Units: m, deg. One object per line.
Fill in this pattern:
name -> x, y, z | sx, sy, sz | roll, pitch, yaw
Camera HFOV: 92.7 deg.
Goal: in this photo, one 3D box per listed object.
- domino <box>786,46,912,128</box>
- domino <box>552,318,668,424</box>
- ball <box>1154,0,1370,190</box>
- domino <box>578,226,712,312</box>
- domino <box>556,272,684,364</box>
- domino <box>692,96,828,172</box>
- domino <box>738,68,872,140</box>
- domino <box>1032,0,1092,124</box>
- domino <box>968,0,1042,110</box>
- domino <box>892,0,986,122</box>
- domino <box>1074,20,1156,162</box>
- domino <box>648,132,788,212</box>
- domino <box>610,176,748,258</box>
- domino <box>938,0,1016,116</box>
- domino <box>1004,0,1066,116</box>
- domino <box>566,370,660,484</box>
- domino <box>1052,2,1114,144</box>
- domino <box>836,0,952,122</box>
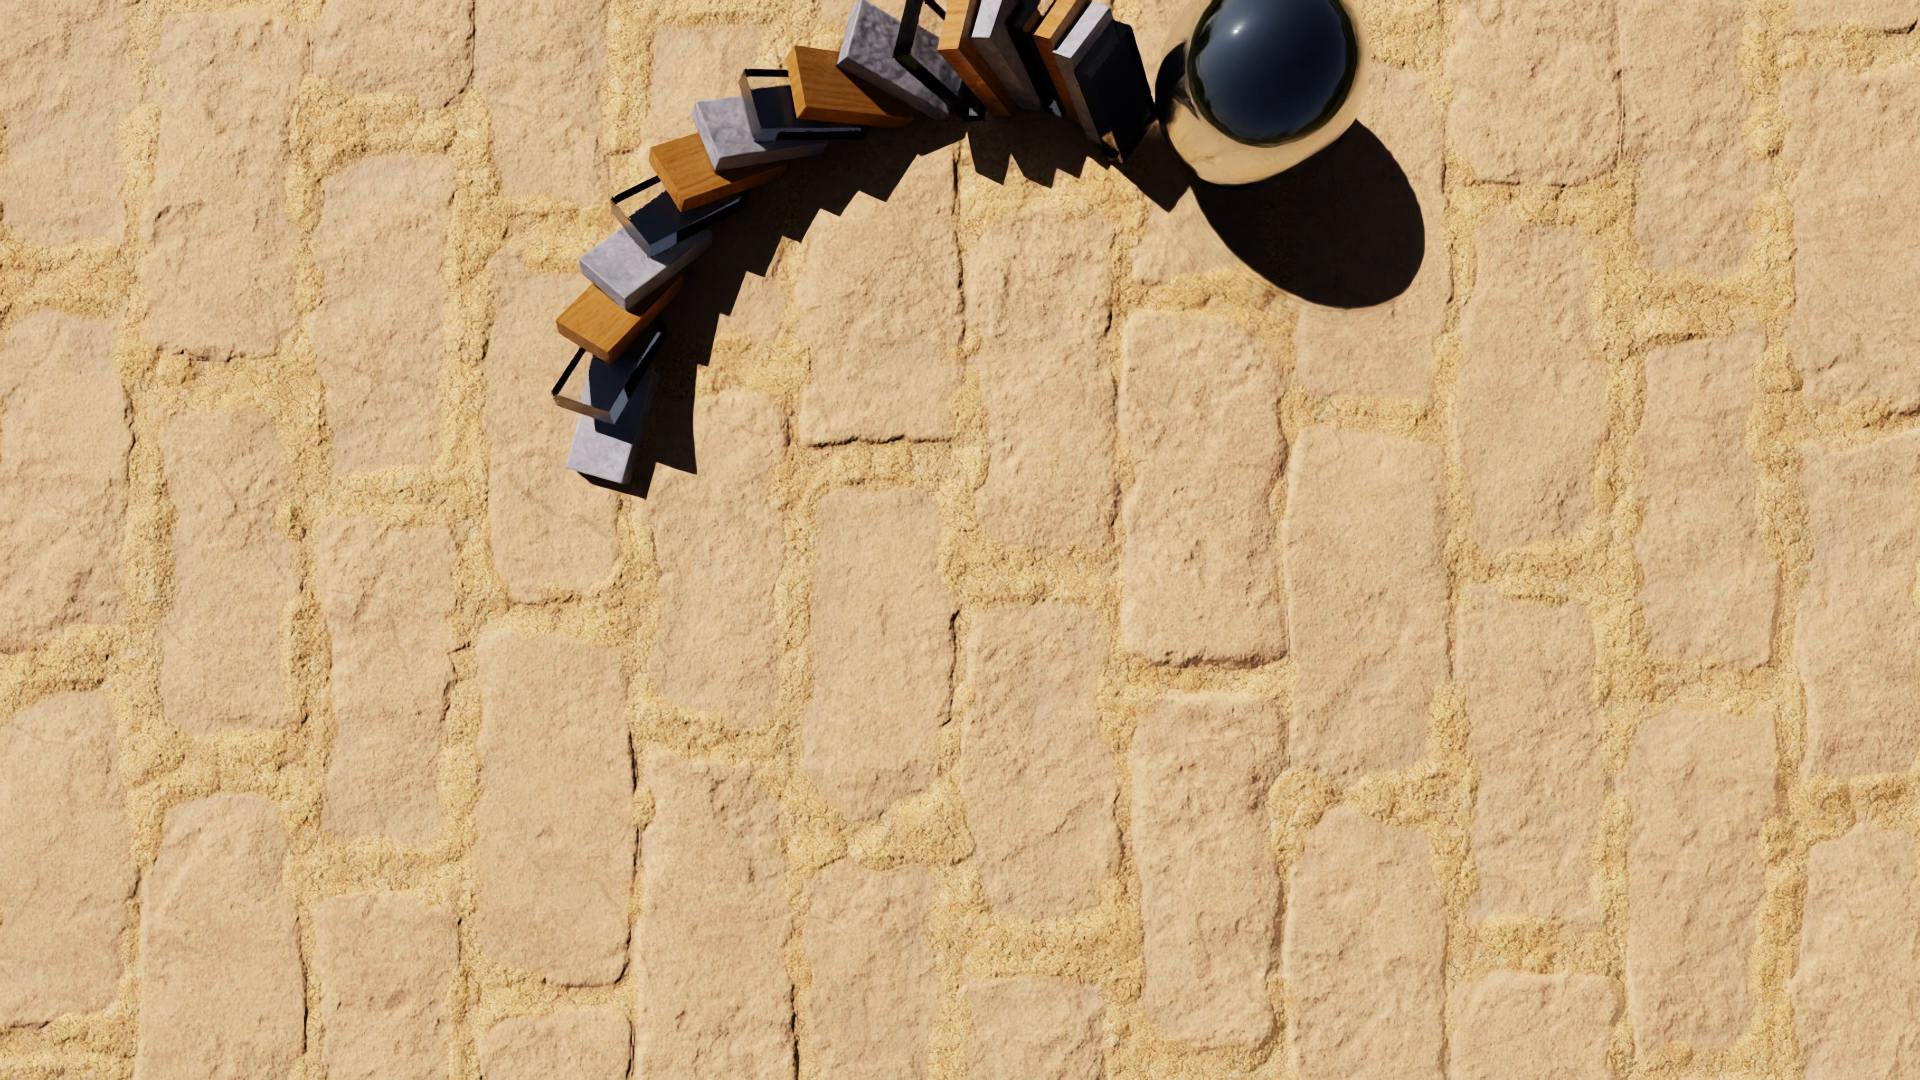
domino -> -0.046, -0.188, 0.383 | 0.050, 0.010, 0.025 | -11, 90, -32
domino -> -0.146, -0.074, 0.384 | 0.025, 0.010, 0.050 | 19, 63, 1
ball -> 0.117, -0.180, 0.360 | 0.080, 0.080, 0.080 | 0, 90, 0
domino -> -0.131, -0.121, 0.385 | 0.025, 0.010, 0.050 | 41, 64, 0
domino -> -0.142, -0.100, 0.385 | 0.025, 0.010, 0.050 | 32, 64, 0
domino -> -0.083, -0.172, 0.384 | 0.050, 0.009, 0.025 | -23, 90, -29
domino -> -0.064, -0.182, 0.384 | 0.050, 0.010, 0.025 | -15, 90, -29
domino -> 0.048, -0.198, 0.376 | 0.010, 0.050, 0.025 | 35, 90, 30
domino -> 0.023, -0.202, 0.376 | 0.009, 0.050, 0.025 | 19, 90, 29
domino -> -0.005, -0.197, 0.377 | 0.009, 0.050, 0.025 | 14, 90, 37
domino -> 0.065, -0.183, 0.376 | 0.009, 0.050, 0.025 | 37, 90, 30
domino -> -0.101, -0.158, 0.385 | 0.050, 0.010, 0.025 | -32, 90, -27
domino -> -0.117, -0.142, 0.385 | 0.050, 0.009, 0.025 | -40, 90, -25
domino -> 0.010, -0.199, 0.376 | 0.009, 0.050, 0.025 | 14, 90, 29
domino -> 0.038, -0.202, 0.376 | 0.009, 0.050, 0.025 | 35, 90, 30
domino -> -0.150, -0.051, 0.395 | 0.025, 0.009, 0.050 | 16, 90, 0
domino -> 0.057, -0.190, 0.376 | 0.009, 0.050, 0.025 | 37, 90, 30
domino -> -0.024, -0.199, 0.383 | 0.050, 0.009, 0.025 | 15, 88, -31
